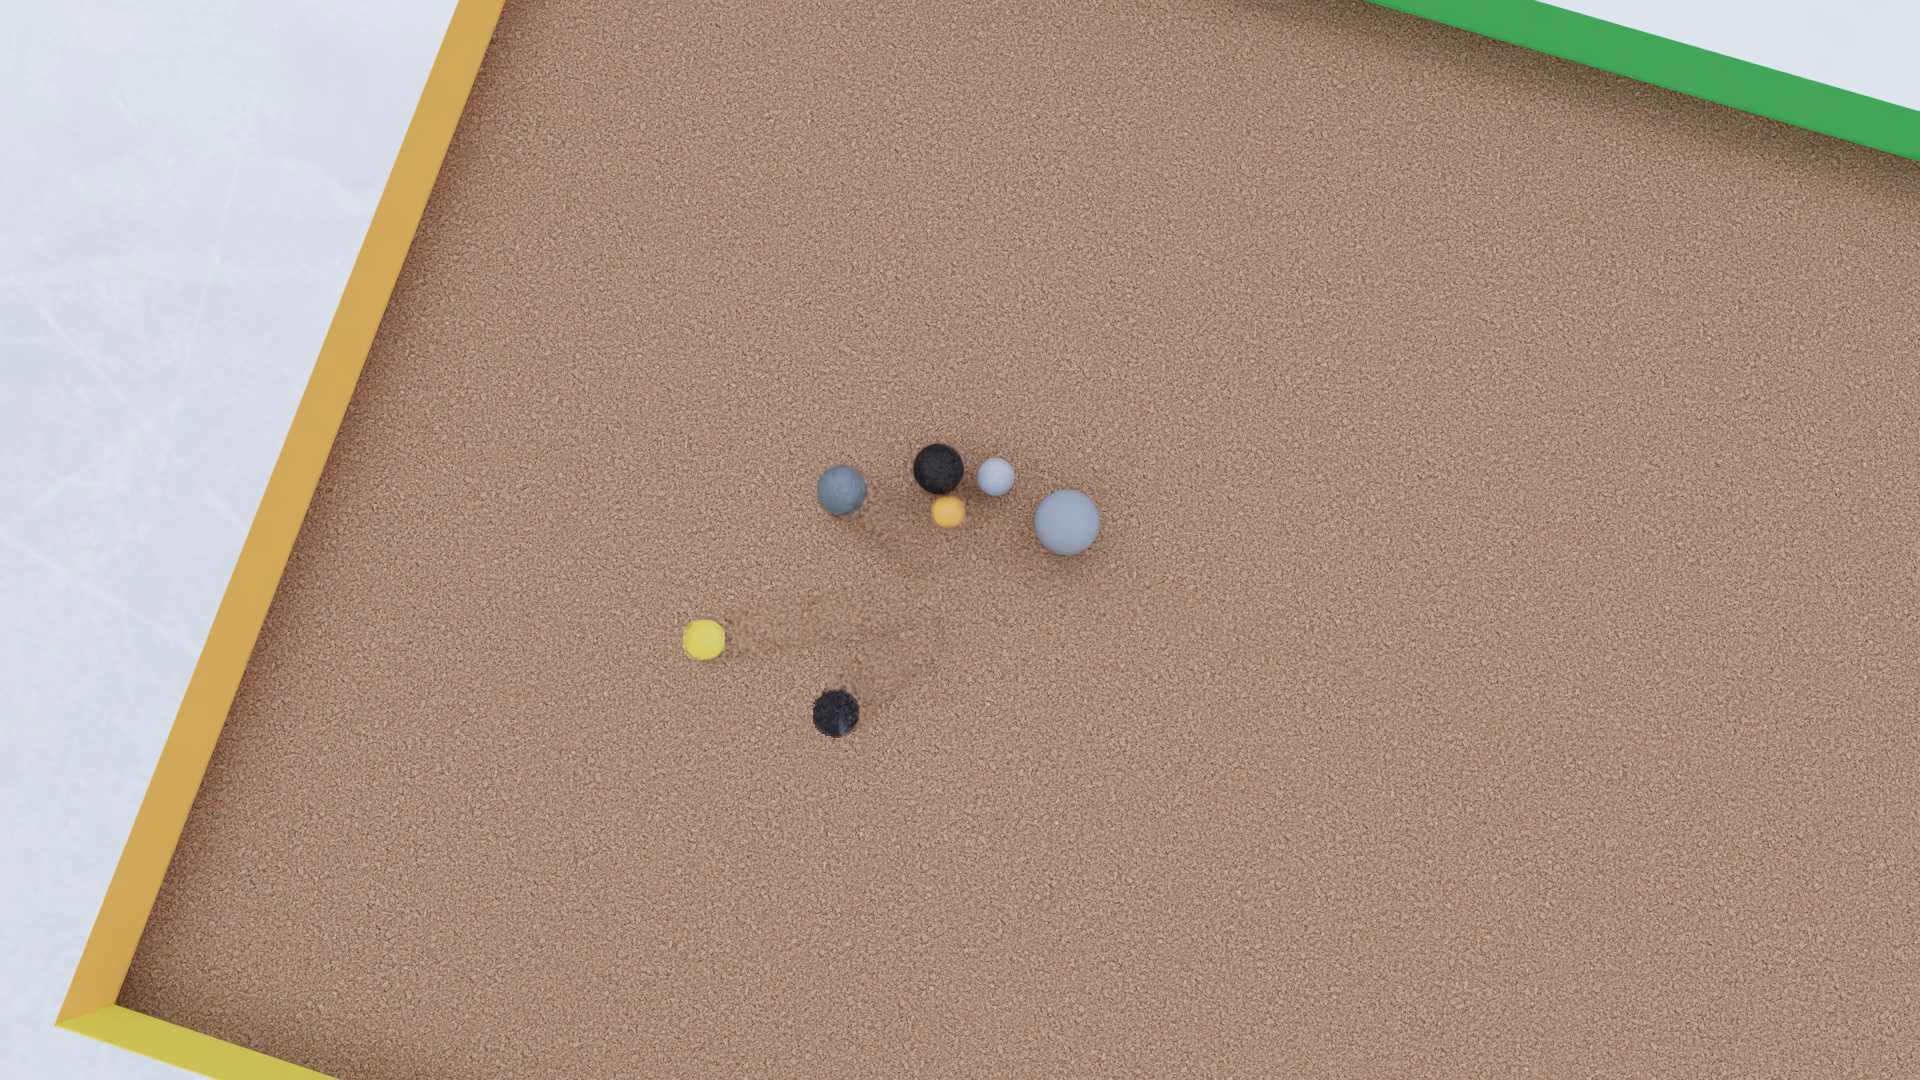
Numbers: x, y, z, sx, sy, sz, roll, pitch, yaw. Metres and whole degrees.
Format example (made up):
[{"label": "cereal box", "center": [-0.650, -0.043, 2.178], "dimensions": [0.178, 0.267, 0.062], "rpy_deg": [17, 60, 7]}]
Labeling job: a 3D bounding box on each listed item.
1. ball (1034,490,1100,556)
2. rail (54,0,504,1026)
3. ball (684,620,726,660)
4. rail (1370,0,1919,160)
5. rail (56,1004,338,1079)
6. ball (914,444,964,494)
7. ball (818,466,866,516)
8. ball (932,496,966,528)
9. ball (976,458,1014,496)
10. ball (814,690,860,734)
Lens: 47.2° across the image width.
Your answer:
[{"label": "ball", "center": [0.161, -0.026, 3.299], "dimensions": [0.099, 0.099, 0.099], "rpy_deg": [0, 78, 0]}, {"label": "rail", "center": [-0.921, -0.292, 3.340], "dimensions": [0.045, 0.129, 2.124], "rpy_deg": [17, 78, 4]}, {"label": "ball", "center": [-0.380, 0.149, 3.281], "dimensions": [0.062, 0.062, 0.062], "rpy_deg": [0, 78, 0]}, {"label": "rail", "center": [1.257, -0.682, 3.425], "dimensions": [3.958, 0.129, 0.045], "rpy_deg": [17, 78, 4]}, {"label": "rail", "center": [0.630, 1.254, 3.006], "dimensions": [3.958, 0.129, 0.045], "rpy_deg": [17, 78, 4]}, {"label": "ball", "center": [-0.032, -0.108, 3.328], "dimensions": [0.077, 0.077, 0.077], "rpy_deg": [0, 78, 0]}, {"label": "ball", "center": [-0.178, -0.074, 3.323], "dimensions": [0.074, 0.074, 0.074], "rpy_deg": [0, 78, 0]}, {"label": "ball", "center": [-0.016, -0.043, 3.328], "dimensions": [0.050, 0.050, 0.050], "rpy_deg": [0, 78, 0]}, {"label": "ball", "center": [0.054, -0.096, 3.335], "dimensions": [0.058, 0.058, 0.058], "rpy_deg": [0, 78, 0]}, {"label": "ball", "center": [-0.182, 0.255, 3.255], "dimensions": [0.068, 0.068, 0.068], "rpy_deg": [0, 78, 0]}]
